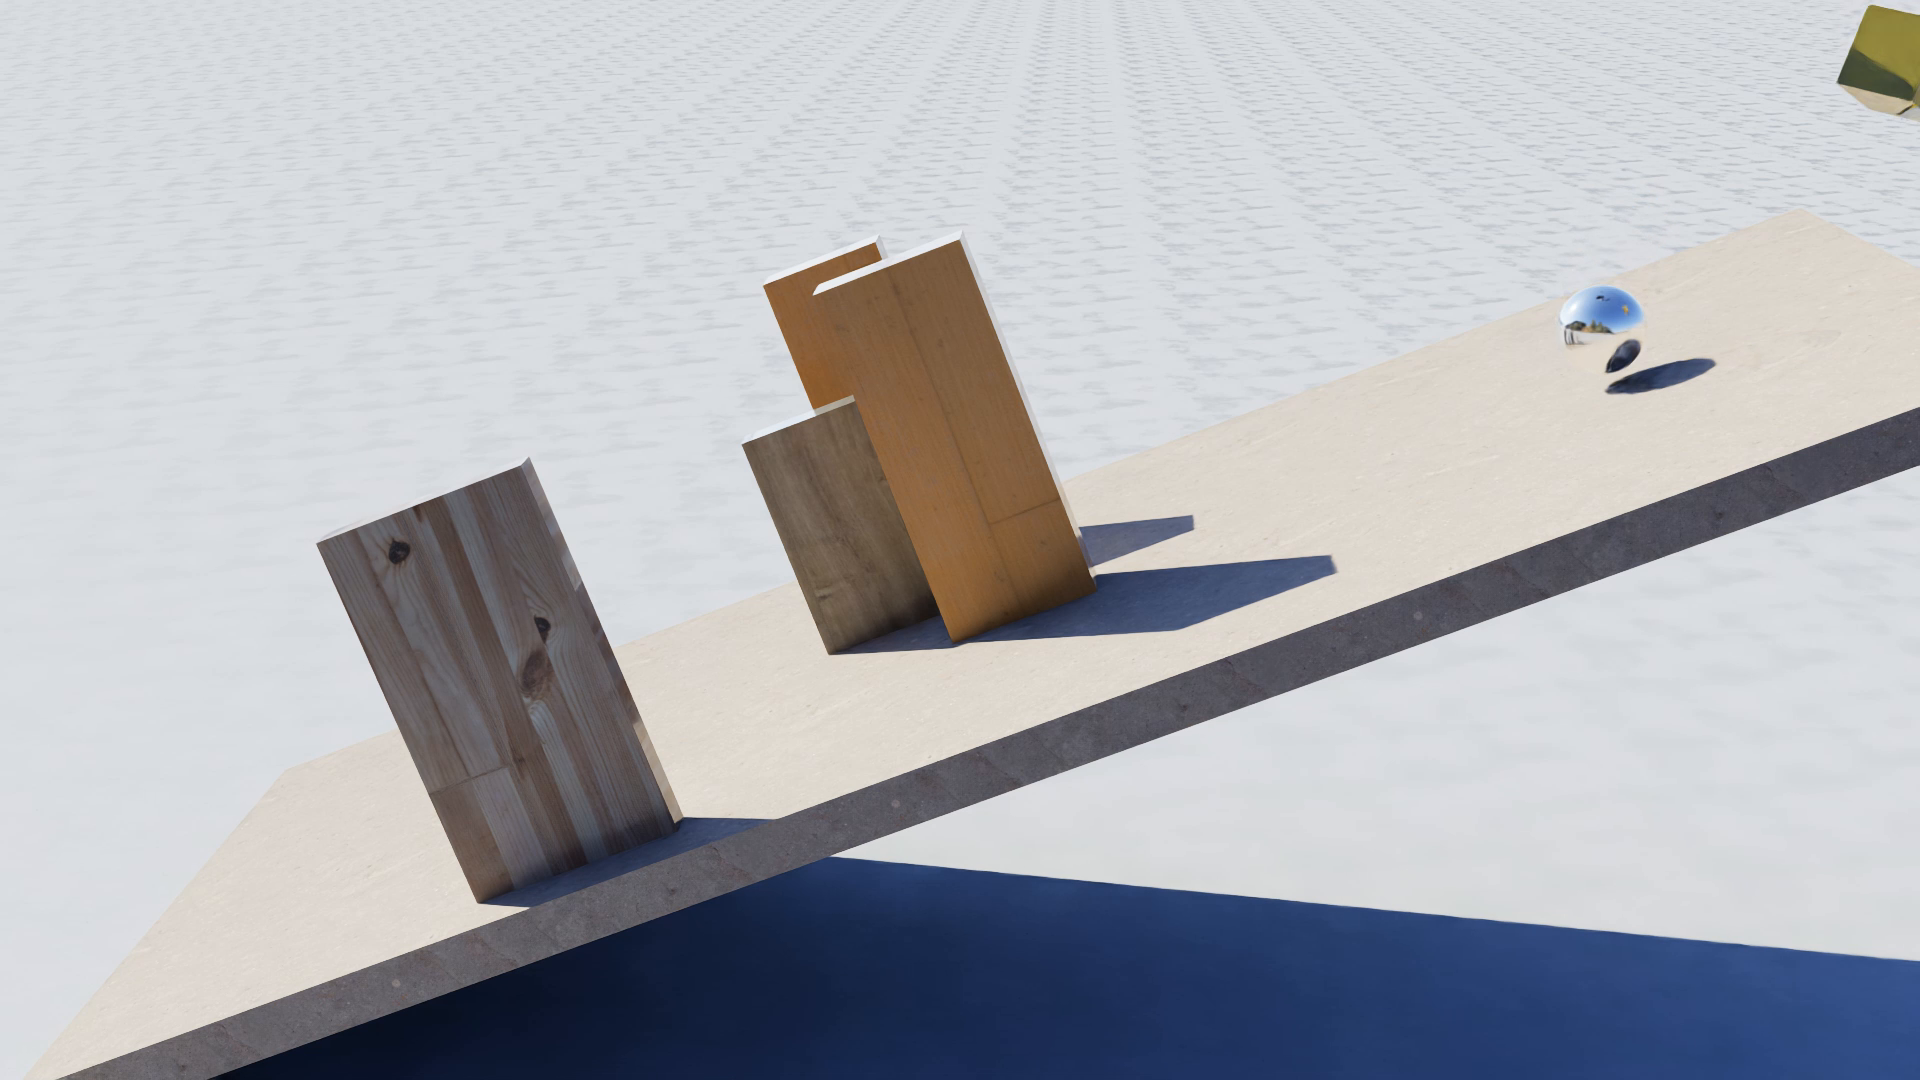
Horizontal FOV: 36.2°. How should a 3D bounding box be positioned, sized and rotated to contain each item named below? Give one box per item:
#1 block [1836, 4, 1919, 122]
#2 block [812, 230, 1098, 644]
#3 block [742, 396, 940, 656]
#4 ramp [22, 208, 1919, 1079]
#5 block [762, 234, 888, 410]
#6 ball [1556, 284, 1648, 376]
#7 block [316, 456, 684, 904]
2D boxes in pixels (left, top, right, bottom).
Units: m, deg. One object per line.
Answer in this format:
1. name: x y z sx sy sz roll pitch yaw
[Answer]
1. block: 1.854 -0.929 5.765 0.165 0.165 0.165 25 5 40
2. block: -0.005 -0.211 6.074 0.319 0.781 0.145 -20 12 7
3. block: -0.234 -0.041 6.404 0.307 0.504 0.096 -20 12 7
4. ramp: 0.121 0.175 6.293 4.000 0.100 2.000 -20 12 7
5. block: -0.178 -0.295 6.803 0.276 0.764 0.139 -20 12 7
6. ball: 1.319 -0.431 6.043 0.186 0.186 0.186 0 13 0
7. block: -0.859 0.268 5.526 0.415 0.754 0.084 -20 12 7
